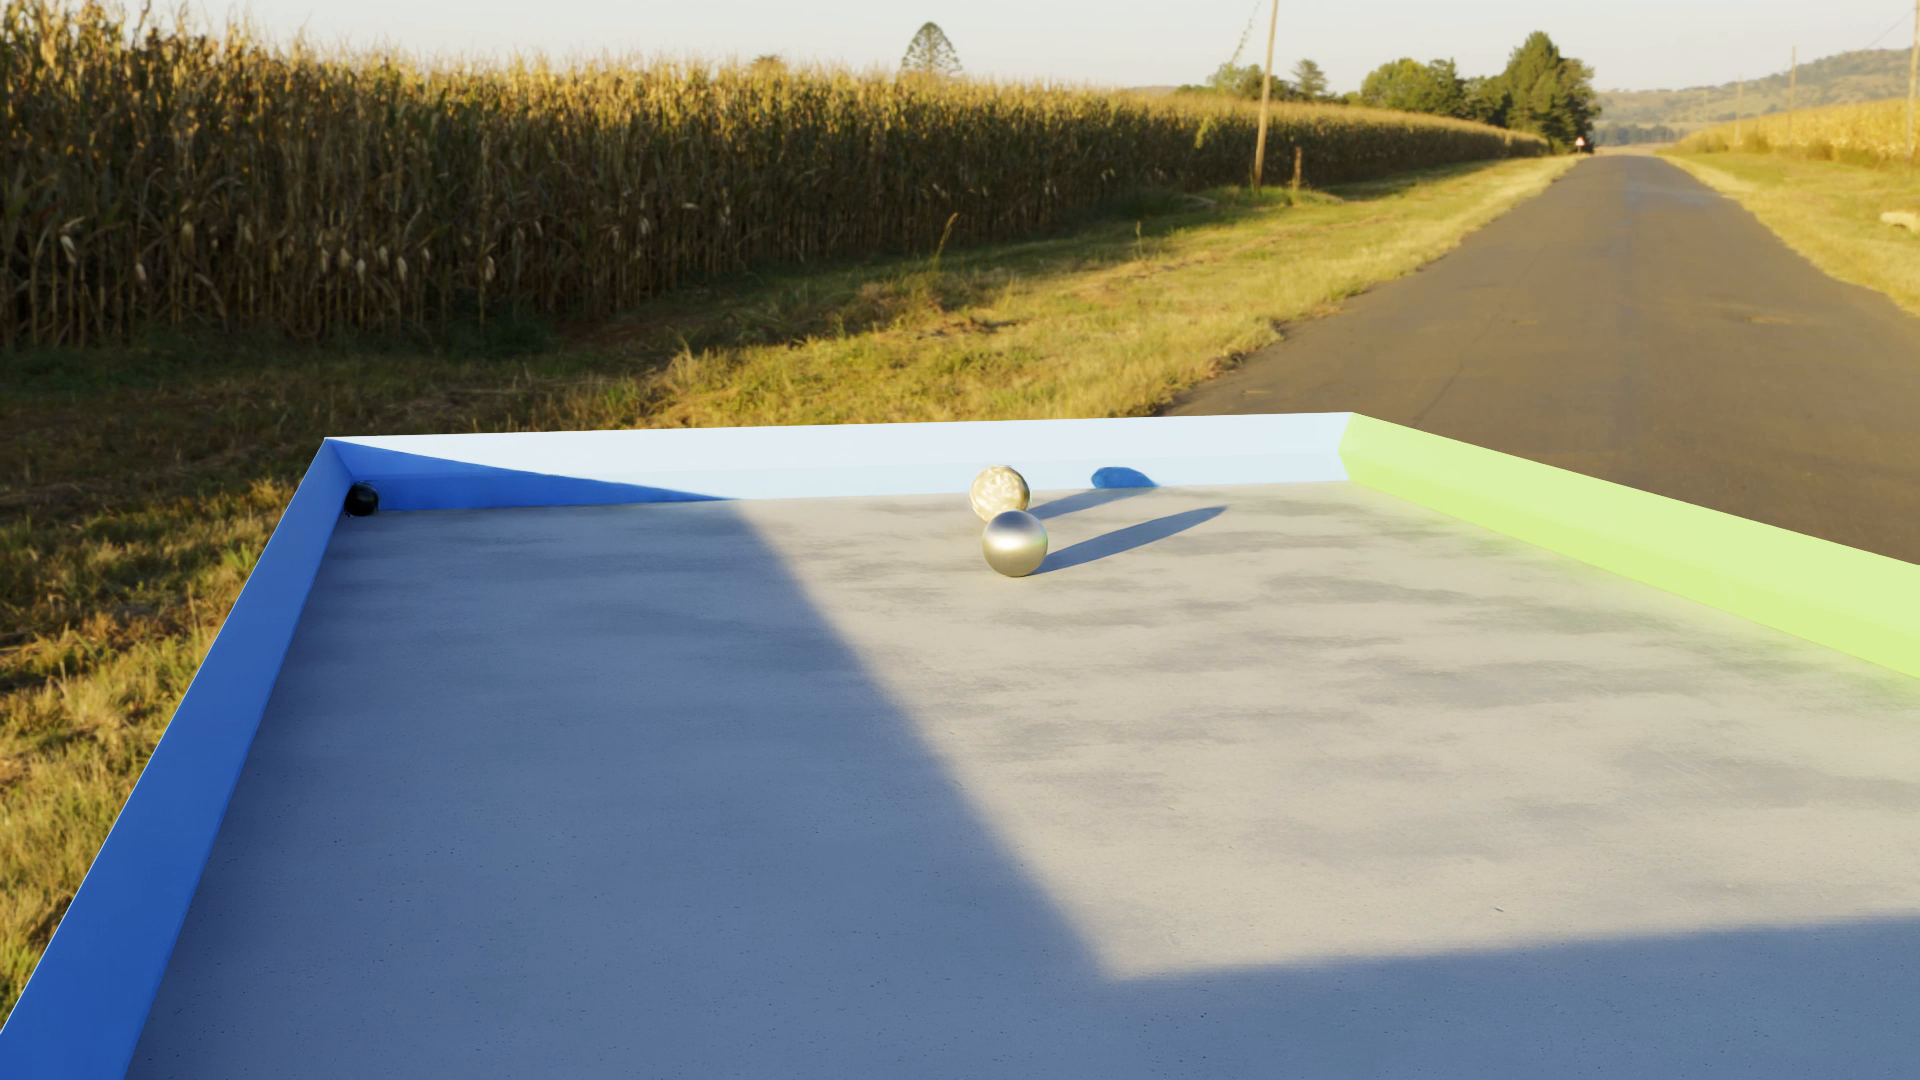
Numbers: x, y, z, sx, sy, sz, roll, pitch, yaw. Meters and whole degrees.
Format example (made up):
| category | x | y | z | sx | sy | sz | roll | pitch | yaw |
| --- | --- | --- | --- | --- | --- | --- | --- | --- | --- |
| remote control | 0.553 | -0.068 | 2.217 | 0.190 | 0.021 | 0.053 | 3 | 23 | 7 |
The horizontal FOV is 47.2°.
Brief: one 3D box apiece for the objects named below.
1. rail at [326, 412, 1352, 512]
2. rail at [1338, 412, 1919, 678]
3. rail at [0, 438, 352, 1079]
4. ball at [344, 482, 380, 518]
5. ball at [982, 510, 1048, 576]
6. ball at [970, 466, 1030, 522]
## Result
| category | x | y | z | sx | sy | sz | roll | pitch | yaw |
| --- | --- | --- | --- | --- | --- | --- | --- | --- | --- |
| rail | -0.168 | -0.141 | 3.963 | 1.880 | 0.128 | 0.045 | -2 | 10 | -12 |
| rail | 1.068 | 0.081 | 2.629 | 0.045 | 0.128 | 3.219 | -2 | 10 | -12 |
| rail | -0.722 | 0.145 | 2.241 | 0.045 | 0.128 | 3.219 | -2 | 10 | -12 |
| ball | -1.019 | -0.068 | 3.742 | 0.059 | 0.059 | 0.059 | 0 | 9 | 0 |
| ball | 0.079 | 0.005 | 3.187 | 0.097 | 0.097 | 0.097 | 0 | 9 | 0 |
| ball | 0.066 | -0.074 | 3.653 | 0.099 | 0.099 | 0.099 | 0 | 9 | 0 |
